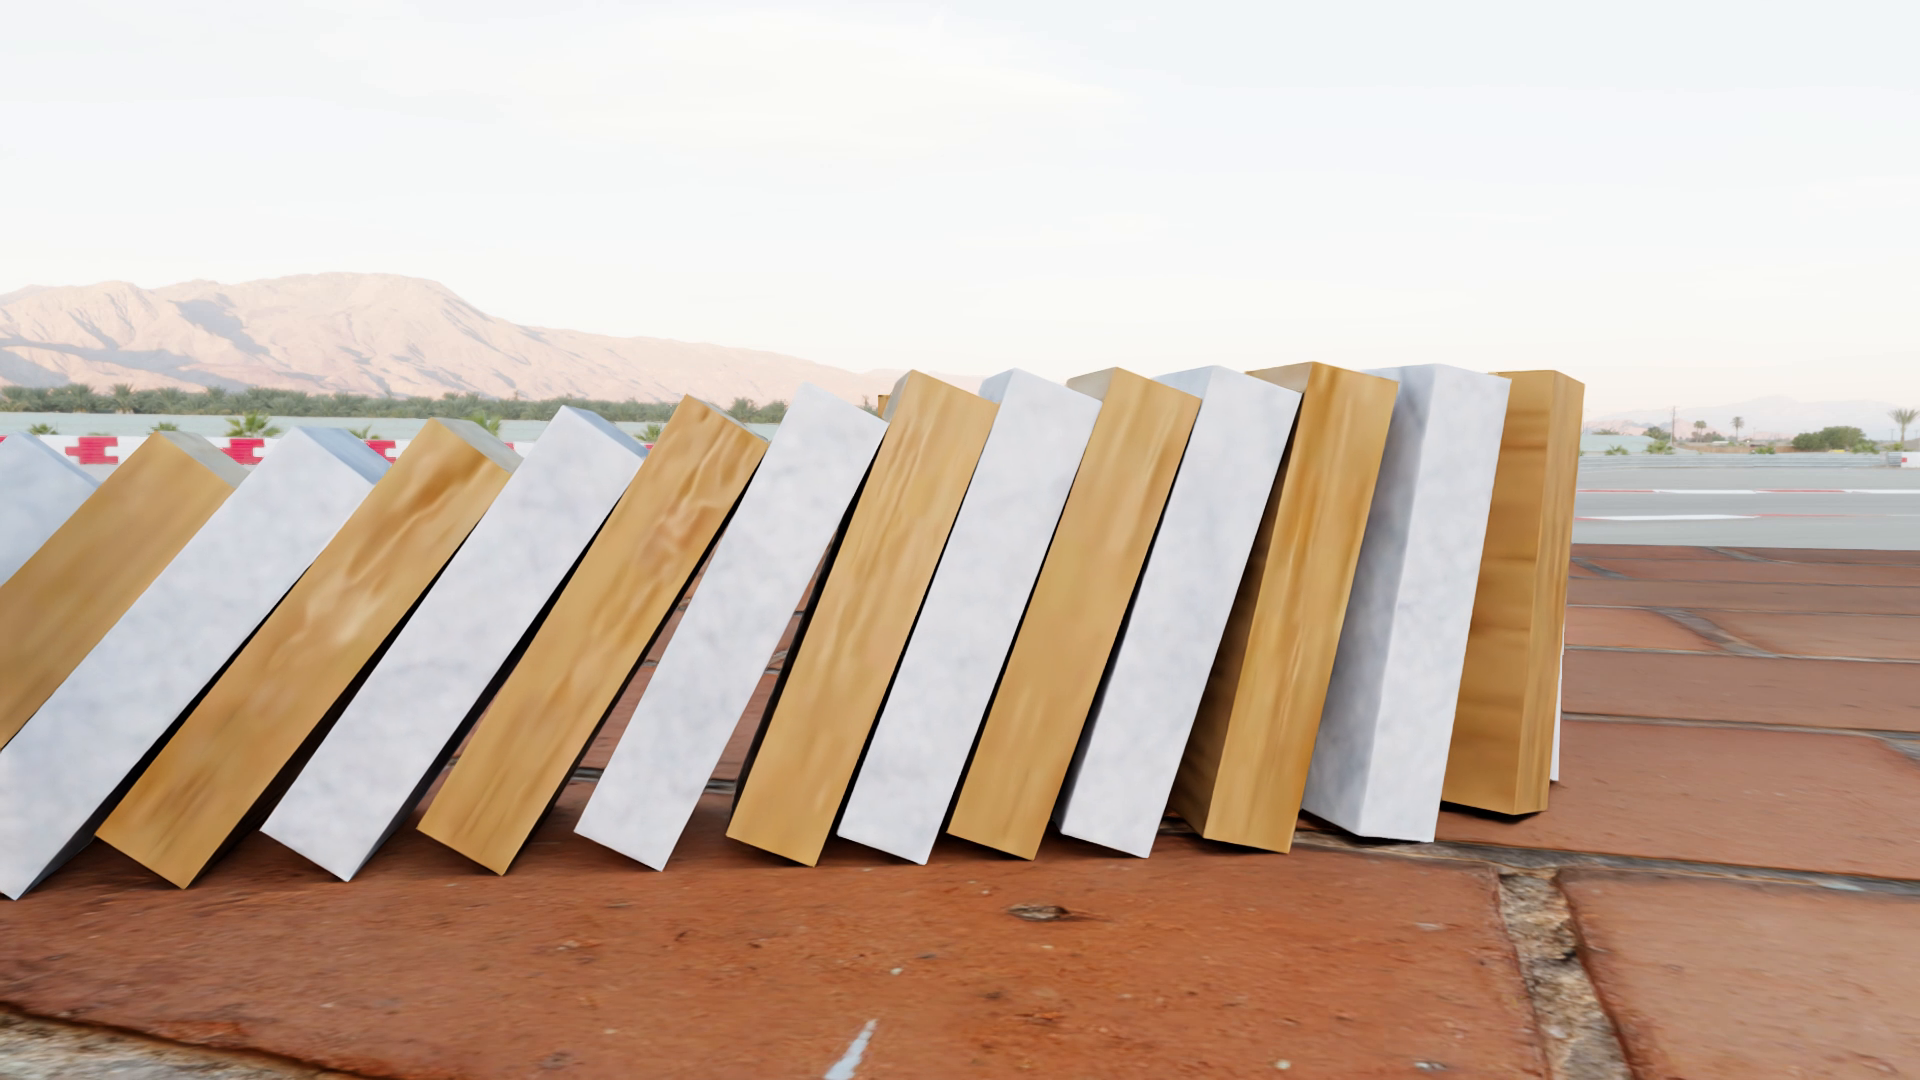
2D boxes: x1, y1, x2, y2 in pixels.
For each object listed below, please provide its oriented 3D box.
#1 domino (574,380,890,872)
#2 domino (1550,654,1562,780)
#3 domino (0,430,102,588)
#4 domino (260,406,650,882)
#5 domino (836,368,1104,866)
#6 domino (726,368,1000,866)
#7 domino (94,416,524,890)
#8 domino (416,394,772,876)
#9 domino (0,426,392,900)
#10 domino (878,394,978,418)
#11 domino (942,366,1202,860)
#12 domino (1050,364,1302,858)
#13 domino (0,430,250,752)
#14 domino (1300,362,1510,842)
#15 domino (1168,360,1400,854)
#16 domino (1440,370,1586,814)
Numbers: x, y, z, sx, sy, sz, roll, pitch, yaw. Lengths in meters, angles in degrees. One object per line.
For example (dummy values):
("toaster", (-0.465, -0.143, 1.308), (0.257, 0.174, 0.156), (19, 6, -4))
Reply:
("domino", (-0.024, 0.008, 0.139), (0.010, 0.050, 0.025), (27, 1, -8))
("domino", (0.065, 0.005, 0.168), (0.025, 0.050, 0.009), (2, -2, 23))
("domino", (-0.109, 0.011, 0.128), (0.009, 0.050, 0.025), (45, -20, -26))
("domino", (-0.051, 0.009, 0.137), (0.009, 0.050, 0.025), (35, -2, -10))
("domino", (0.000, 0.007, 0.141), (0.009, 0.050, 0.025), (21, 2, -8))
("domino", (-0.011, 0.007, 0.140), (0.009, 0.050, 0.025), (22, 2, -8))
("domino", (-0.065, 0.010, 0.135), (0.010, 0.050, 0.025), (38, -4, -12))
("domino", (-0.037, 0.008, 0.138), (0.010, 0.050, 0.025), (32, 0, -8))
("domino", (-0.079, 0.010, 0.133), (0.010, 0.050, 0.025), (41, -7, -14))
("domino", (0.000, 0.002, 0.201), (0.025, 0.050, 0.010), (0, 4, 0))
("domino", (0.010, 0.007, 0.142), (0.009, 0.050, 0.025), (20, 2, -8))
("domino", (0.021, 0.007, 0.143), (0.009, 0.050, 0.025), (18, 2, -8))
("domino", (-0.094, 0.011, 0.131), (0.009, 0.050, 0.025), (43, -12, -20))
("domino", (0.046, 0.006, 0.147), (0.009, 0.050, 0.025), (9, 1, -19))
("domino", (0.033, 0.006, 0.144), (0.010, 0.050, 0.025), (12, 3, -8))
("domino", (0.059, 0.005, 0.155), (0.009, 0.050, 0.025), (7, -2, -44))
